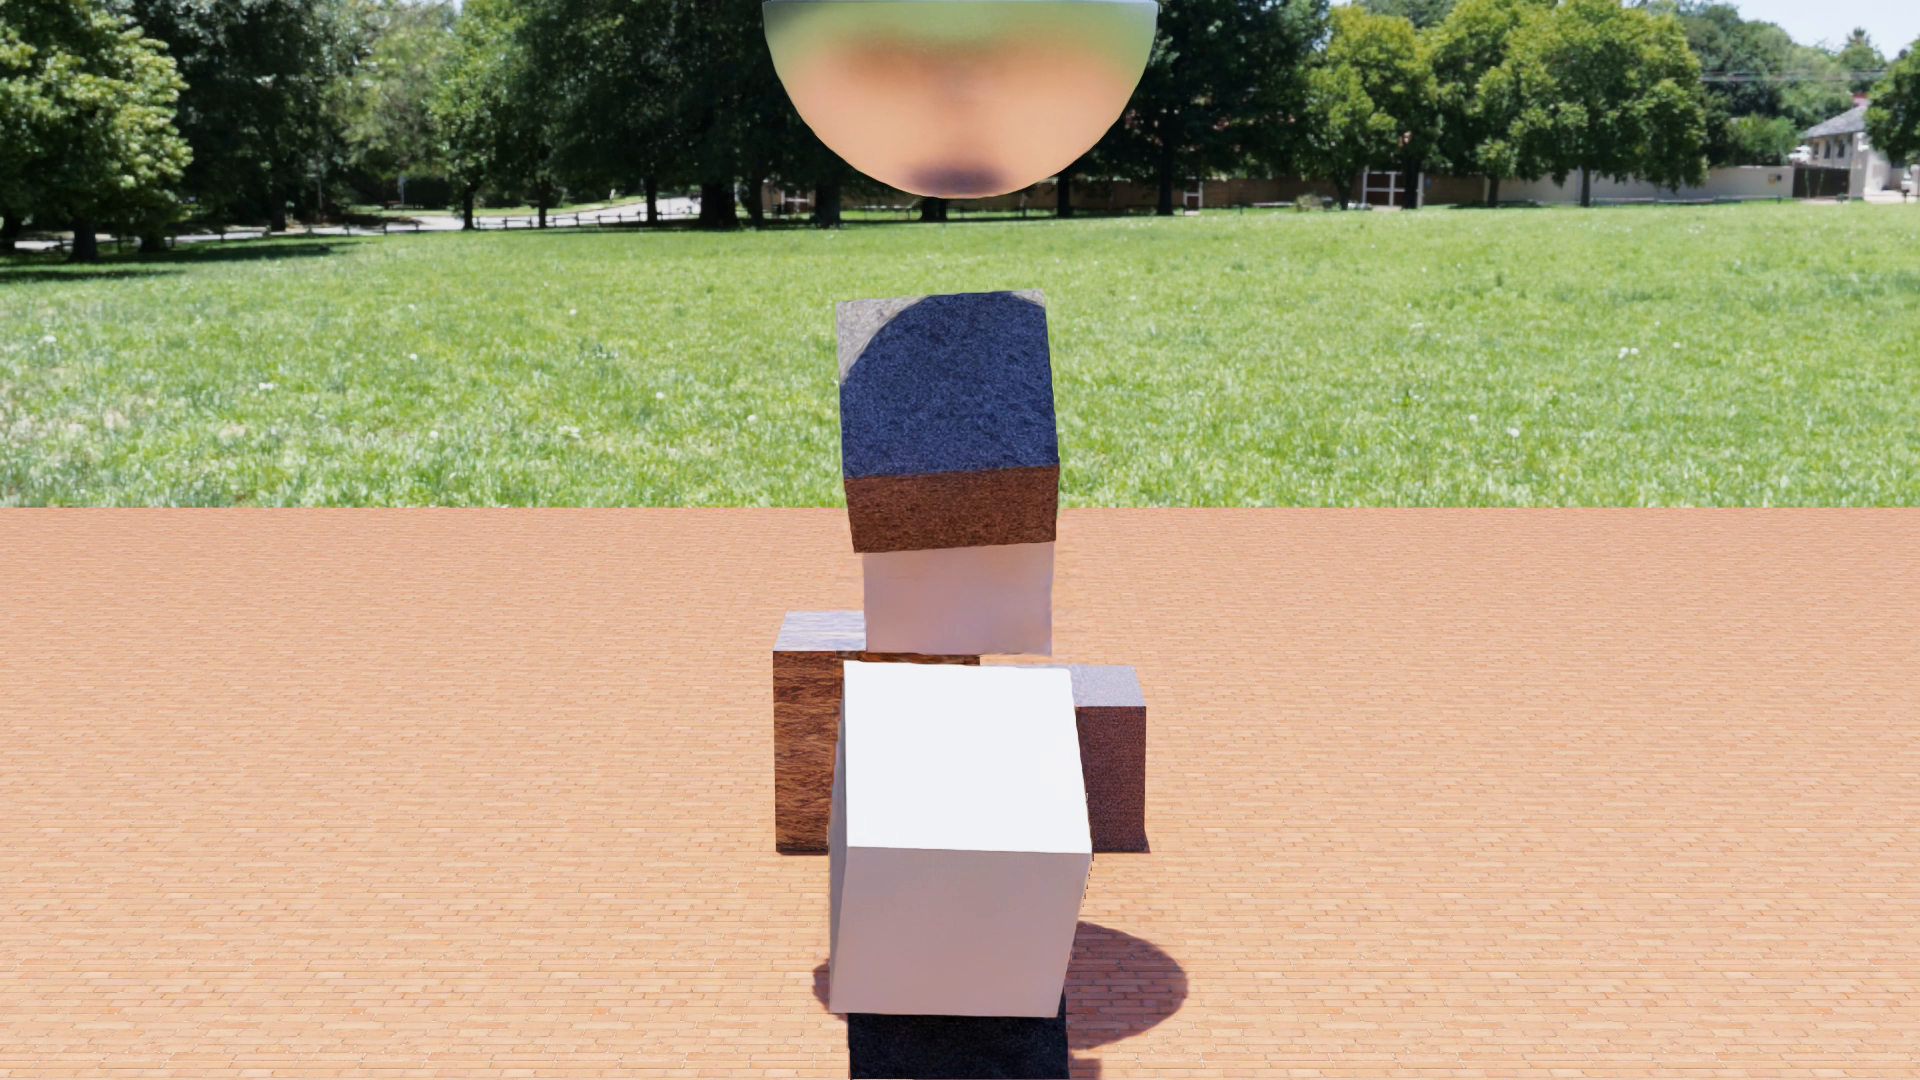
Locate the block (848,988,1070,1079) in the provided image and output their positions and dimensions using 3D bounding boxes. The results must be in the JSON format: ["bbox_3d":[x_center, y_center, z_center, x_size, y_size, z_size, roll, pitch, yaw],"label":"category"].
[{"bbox_3d":[-0.023,1.677,7.674,0.723,0.740,0.789,-3,-6,-3],"label":"block"}]

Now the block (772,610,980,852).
[{"bbox_3d":[-0.414,0.968,11.366,1.016,1.030,0.926,0,10,0],"label":"block"}]

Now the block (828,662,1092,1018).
[{"bbox_3d":[-0.029,0.942,6.912,0.713,0.789,0.758,3,41,-6],"label":"block"}]

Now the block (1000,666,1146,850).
[{"bbox_3d":[0.513,1.112,11.366,0.819,0.745,0.854,0,10,0],"label":"block"}]

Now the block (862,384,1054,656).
[{"bbox_3d":[0.005,-0.113,10.904,0.910,0.998,0.934,1,34,2],"label":"block"}]

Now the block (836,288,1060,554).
[{"bbox_3d":[-0.057,-0.527,9.929,0.927,0.882,0.771,-4,-25,-1],"label":"block"}]

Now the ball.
[{"bbox_3d":[0.000,-2.182,8.866,1.600,1.600,1.600,0,10,0],"label":"ball"}]
